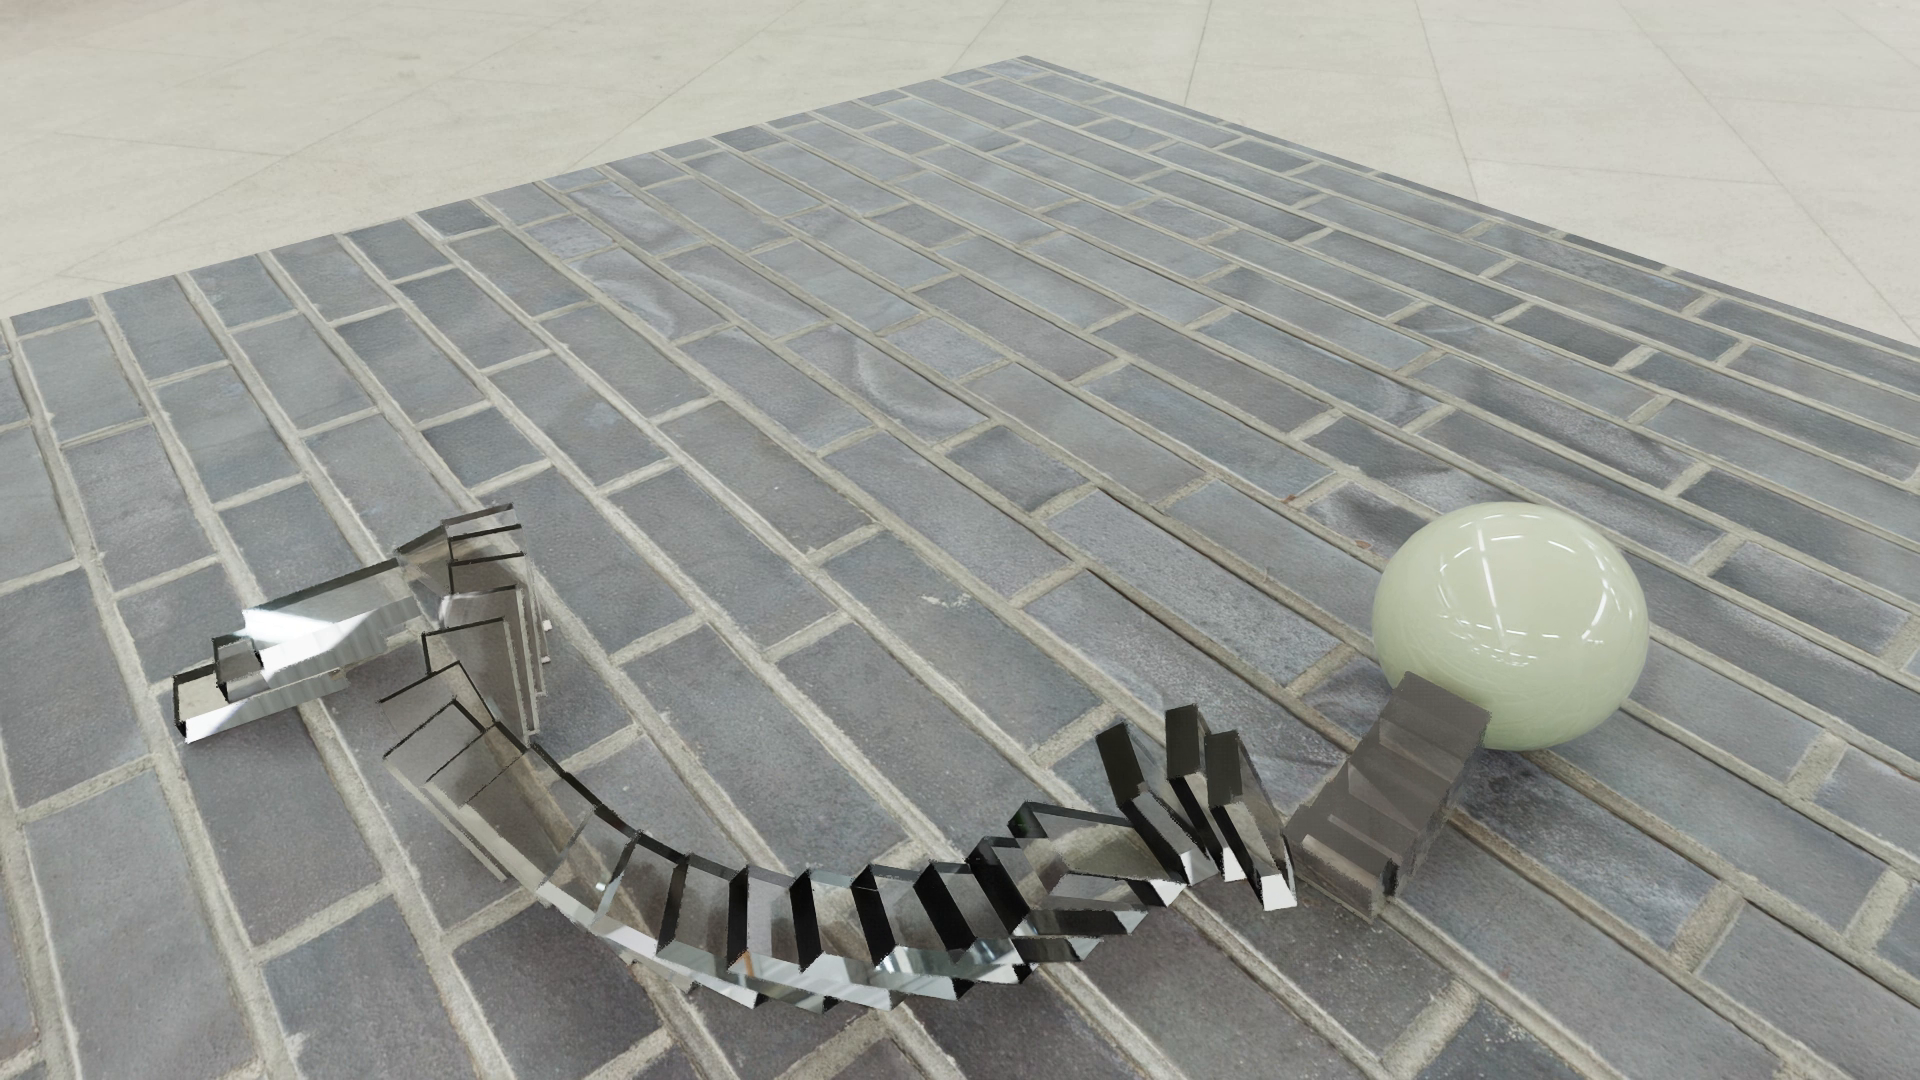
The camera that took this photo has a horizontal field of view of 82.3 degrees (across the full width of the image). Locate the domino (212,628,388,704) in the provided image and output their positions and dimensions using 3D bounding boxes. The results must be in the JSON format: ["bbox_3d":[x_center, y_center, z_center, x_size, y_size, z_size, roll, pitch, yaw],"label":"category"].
[{"bbox_3d":[-0.230,0.037,0.384,0.050,0.010,0.025,-20,44,-23],"label":"domino"}]

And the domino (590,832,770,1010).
[{"bbox_3d":[-0.071,0.102,0.295,0.050,0.009,0.025,35,36,-18],"label":"domino"}]

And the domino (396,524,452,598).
[{"bbox_3d":[-0.194,0.011,0.430,0.050,0.009,0.025,27,47,29],"label":"domino"}]

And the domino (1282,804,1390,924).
[{"bbox_3d":[0.104,0.090,0.303,0.025,0.050,0.010,30,76,31],"label":"domino"}]

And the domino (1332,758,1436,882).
[{"bbox_3d":[0.120,0.081,0.314,0.025,0.050,0.009,30,75,31],"label":"domino"}]

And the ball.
[{"bbox_3d":[0.175,0.027,0.354,0.080,0.080,0.080,0,39,0],"label":"ball"}]

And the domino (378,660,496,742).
[{"bbox_3d":[-0.154,0.065,0.340,0.025,0.010,0.050,-31,87,-31],"label":"domino"}]

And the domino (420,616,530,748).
[{"bbox_3d":[-0.156,0.053,0.357,0.025,0.009,0.050,-12,79,-14],"label":"domino"}]

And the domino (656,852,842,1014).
[{"bbox_3d":[-0.054,0.105,0.292,0.050,0.010,0.025,31,33,-24],"label":"domino"}]

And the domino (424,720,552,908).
[{"bbox_3d":[-0.129,0.080,0.323,0.050,0.010,0.025,47,49,-4],"label":"domino"}]

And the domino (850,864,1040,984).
[{"bbox_3d":[-0.004,0.103,0.295,0.050,0.010,0.025,23,25,-36],"label":"domino"}]

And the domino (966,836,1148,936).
[{"bbox_3d":[0.027,0.096,0.304,0.050,0.009,0.025,18,23,-42],"label":"domino"}]

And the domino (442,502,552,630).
[{"bbox_3d":[-0.172,0.013,0.409,0.025,0.010,0.050,-18,72,-20],"label":"domino"}]

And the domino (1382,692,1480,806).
[{"bbox_3d":[0.141,0.065,0.333,0.025,0.050,0.010,30,75,31],"label":"domino"}]

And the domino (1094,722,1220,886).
[{"bbox_3d":[0.057,0.077,0.319,0.009,0.050,0.025,-30,38,13],"label":"domino"}]

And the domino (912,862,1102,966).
[{"bbox_3d":[0.013,0.101,0.298,0.050,0.010,0.025,19,23,-42],"label":"domino"}]

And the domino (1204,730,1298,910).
[{"bbox_3d":[0.083,0.080,0.314,0.010,0.050,0.025,-18,34,21],"label":"domino"}]

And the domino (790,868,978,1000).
[{"bbox_3d":[-0.020,0.105,0.292,0.050,0.009,0.025,25,28,-32],"label":"domino"}]

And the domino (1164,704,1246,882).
[{"bbox_3d":[0.073,0.074,0.322,0.009,0.050,0.025,-18,34,21],"label":"domino"}]

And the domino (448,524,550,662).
[{"bbox_3d":[-0.165,0.021,0.394,0.025,0.010,0.050,-12,78,-17],"label":"domino"}]

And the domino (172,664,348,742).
[{"bbox_3d":[-0.243,0.049,0.383,0.050,0.010,0.025,-20,44,-23],"label":"domino"}]

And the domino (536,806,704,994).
[{"bbox_3d":[-0.087,0.098,0.301,0.050,0.009,0.025,40,41,-13],"label":"domino"}]

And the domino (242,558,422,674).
[{"bbox_3d":[-0.218,0.025,0.382,0.050,0.010,0.025,-24,45,-26],"label":"domino"}]

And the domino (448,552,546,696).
[{"bbox_3d":[-0.161,0.031,0.382,0.025,0.010,0.050,-9,77,-15],"label":"domino"}]

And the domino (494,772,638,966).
[{"bbox_3d":[-0.102,0.092,0.309,0.050,0.010,0.025,45,46,-6],"label":"domino"}]

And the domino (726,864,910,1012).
[{"bbox_3d":[-0.037,0.106,0.292,0.050,0.010,0.025,28,30,-28],"label":"domino"}]

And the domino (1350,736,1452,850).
[{"bbox_3d":[0.127,0.075,0.320,0.025,0.050,0.009,30,75,31],"label":"domino"}]

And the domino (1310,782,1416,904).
[{"bbox_3d":[0.113,0.085,0.308,0.025,0.050,0.009,30,75,31],"label":"domino"}]

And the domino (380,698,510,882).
[{"bbox_3d":[-0.144,0.075,0.329,0.050,0.009,0.025,47,52,-4],"label":"domino"}]

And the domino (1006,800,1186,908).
[{"bbox_3d":[0.039,0.089,0.311,0.050,0.010,0.025,20,22,-38],"label":"domino"}]

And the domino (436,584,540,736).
[{"bbox_3d":[-0.158,0.042,0.369,0.025,0.009,0.050,-10,78,-13],"label":"domino"}]

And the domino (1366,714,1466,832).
[{"bbox_3d":[0.134,0.070,0.327,0.025,0.050,0.010,30,75,31],"label":"domino"}]

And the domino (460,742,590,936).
[{"bbox_3d":[-0.115,0.086,0.316,0.050,0.010,0.025,47,49,-4],"label":"domino"}]

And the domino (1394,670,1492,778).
[{"bbox_3d":[0.147,0.060,0.340,0.025,0.050,0.009,30,75,31],"label":"domino"}]
